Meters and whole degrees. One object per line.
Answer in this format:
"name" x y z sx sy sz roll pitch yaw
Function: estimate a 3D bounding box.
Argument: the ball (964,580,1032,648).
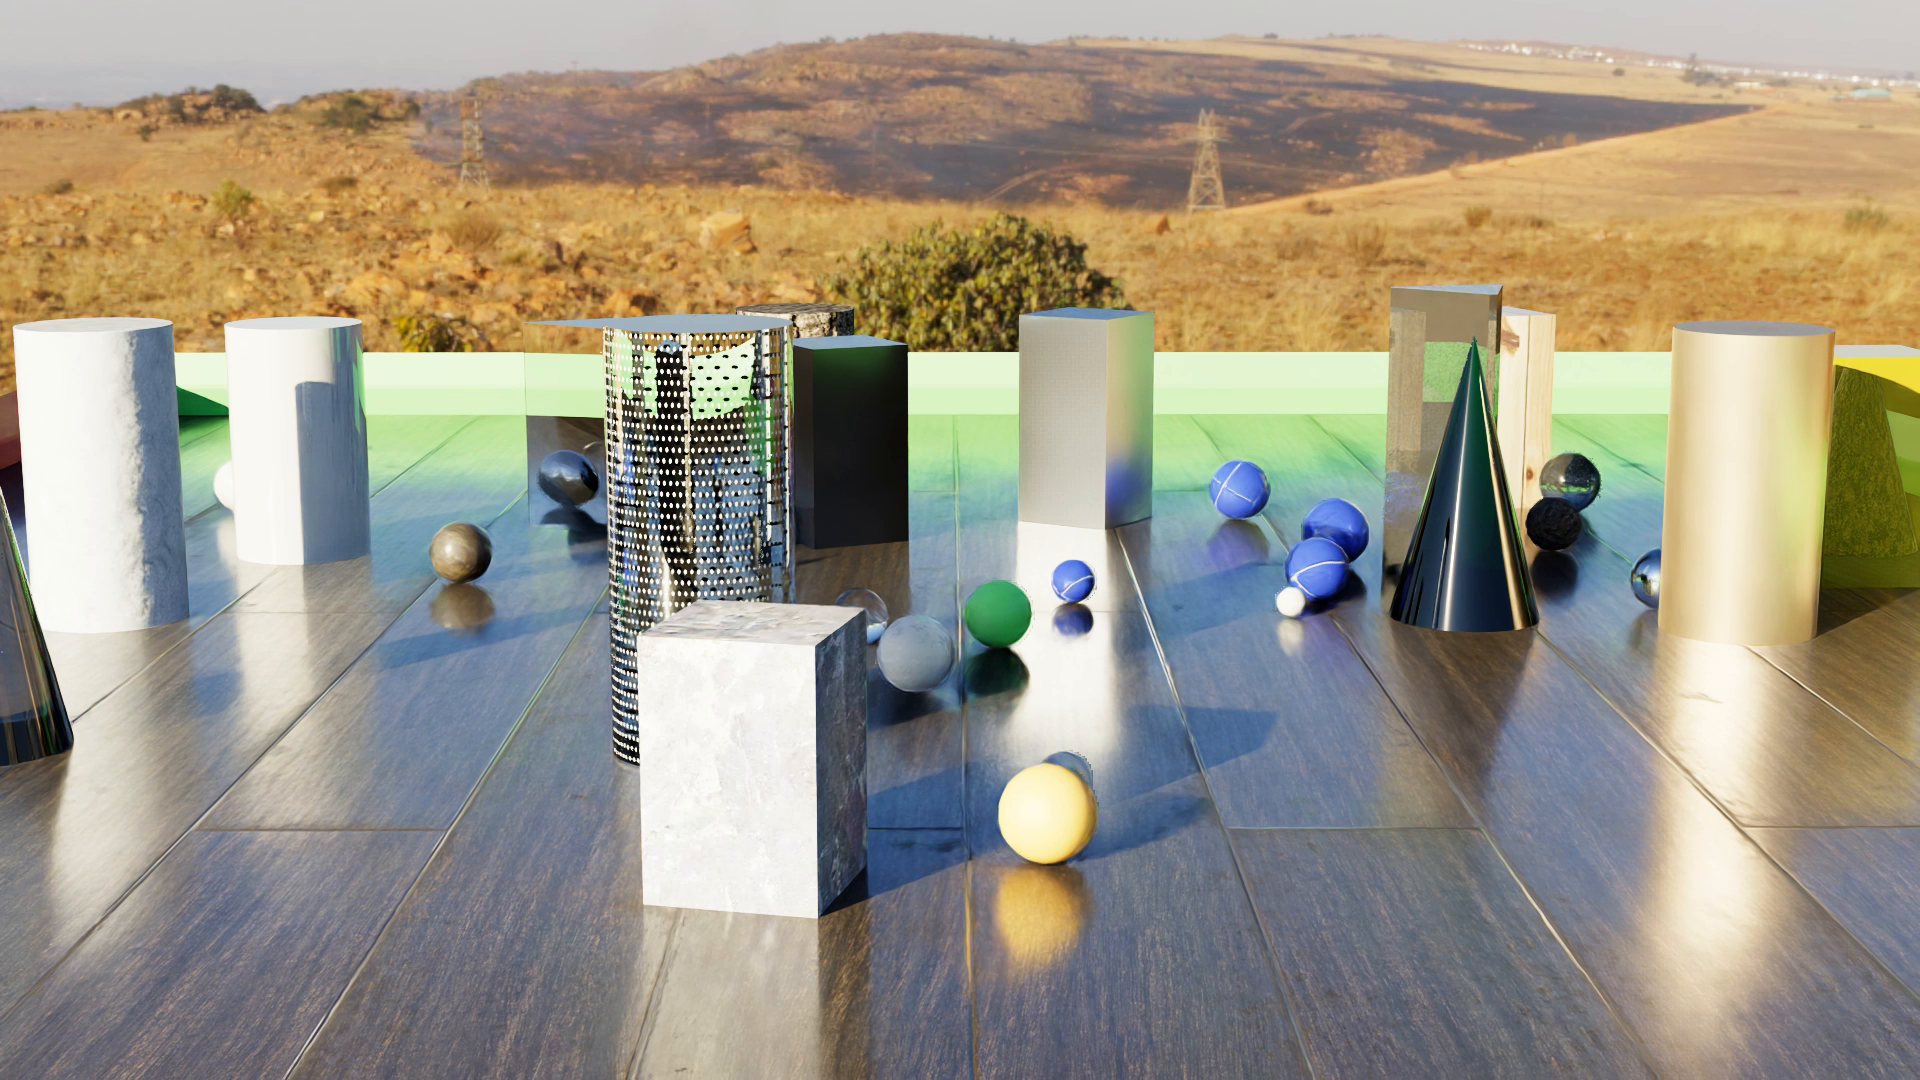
"ball" 0.049 0.094 3.248 0.086 0.086 0.086 0 10 0

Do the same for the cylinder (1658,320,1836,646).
"cylinder" 1.018 -0.077 3.326 0.200 0.395 0.200 0 10 0

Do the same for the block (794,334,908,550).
"block" -0.187 -0.155 3.990 0.160 0.306 0.160 -5 12 -27

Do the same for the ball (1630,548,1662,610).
"ball" 0.951 0.053 3.477 0.084 0.084 0.084 0 10 0

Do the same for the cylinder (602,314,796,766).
"cylinder" -0.275 -0.002 2.737 0.200 0.460 0.200 0 10 0

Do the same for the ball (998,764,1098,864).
"ball" 0.081 0.253 2.371 0.091 0.091 0.091 0 10 0

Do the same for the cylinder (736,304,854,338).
"cylinder" -0.278 -0.229 4.337 0.200 0.325 0.200 0 10 0

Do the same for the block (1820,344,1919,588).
"block" 1.291 -0.108 3.676 0.160 0.327 0.160 -1 10 -4

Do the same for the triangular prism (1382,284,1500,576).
"triangular prism" 0.728 -0.156 3.693 0.173 0.415 0.150 10 15 44

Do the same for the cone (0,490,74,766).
"cone" -1.066 -0.014 2.739 0.200 0.482 0.200 0 10 0

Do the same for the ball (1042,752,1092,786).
"ball" 0.104 0.238 2.558 0.054 0.054 0.054 0 10 0

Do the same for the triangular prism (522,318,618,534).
"triangular prism" -0.580 -0.188 4.114 0.173 0.325 0.150 7 12 33

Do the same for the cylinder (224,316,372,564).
"cylinder" -0.994 -0.153 3.861 0.200 0.348 0.200 0 10 0

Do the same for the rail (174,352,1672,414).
"rail" -0.011 -0.326 5.395 3.498 0.130 0.045 0 10 0

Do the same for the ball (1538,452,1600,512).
"ball" 1.006 -0.095 4.232 0.100 0.100 0.100 0 10 0

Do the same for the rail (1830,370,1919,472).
"rail" 1.725 0.032 3.458 0.045 0.130 4.007 0 10 0

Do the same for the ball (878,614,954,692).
"ball" -0.052 0.134 3.017 0.091 0.091 0.091 0 10 0

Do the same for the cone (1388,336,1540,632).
"cone" 0.676 -0.085 3.406 0.200 0.379 0.200 0 10 0

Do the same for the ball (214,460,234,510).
"ball" -1.184 -0.091 4.235 0.091 0.091 0.091 0 10 0

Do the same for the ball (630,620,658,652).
"ball" -0.392 0.122 3.213 0.044 0.044 0.044 0 10 0

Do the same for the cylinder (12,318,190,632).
"cylinder" -1.136 -0.090 3.400 0.200 0.392 0.200 0 10 0

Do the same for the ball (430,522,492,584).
"ball" -0.711 0.017 3.655 0.089 0.089 0.089 0 10 0

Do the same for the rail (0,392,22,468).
"rail" -1.725 0.035 3.439 0.045 0.130 4.007 0 10 0

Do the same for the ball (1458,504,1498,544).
"ball" 0.800 -0.025 3.960 0.061 0.061 0.061 0 10 0

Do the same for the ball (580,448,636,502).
"ball" -0.594 -0.110 4.328 0.094 0.094 0.094 0 10 0

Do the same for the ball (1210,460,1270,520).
"ball" 0.455 -0.082 4.167 0.098 0.098 0.098 0 10 0

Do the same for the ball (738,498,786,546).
"ball" -0.303 -0.027 3.933 0.074 0.074 0.074 0 10 0

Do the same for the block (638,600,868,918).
"block" -0.182 0.191 2.293 0.160 0.242 0.160 3 11 13

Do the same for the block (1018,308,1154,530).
"block" 0.205 -0.199 4.151 0.160 0.334 0.160 7 12 31

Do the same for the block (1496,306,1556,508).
"block" 0.884 -0.224 4.318 0.160 0.321 0.160 -3 11 -18

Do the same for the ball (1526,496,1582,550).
"ball" 0.901 -0.025 3.898 0.082 0.082 0.082 0 10 0

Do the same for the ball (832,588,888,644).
"ball" -0.128 0.098 3.262 0.074 0.074 0.074 0 10 0

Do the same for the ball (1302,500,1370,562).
"ball" 0.554 -0.011 3.780 0.098 0.098 0.098 0 10 0

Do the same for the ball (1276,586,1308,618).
"ball" 0.444 0.083 3.432 0.041 0.041 0.041 0 10 0

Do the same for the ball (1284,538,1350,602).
"ball" 0.491 0.041 3.525 0.089 0.089 0.089 0 10 0

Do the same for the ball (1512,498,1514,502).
"ball" 0.820 -0.057 4.033 0.098 0.098 0.098 0 10 0

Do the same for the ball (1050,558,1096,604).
"ball" 0.155 0.056 3.521 0.061 0.061 0.061 0 10 0
